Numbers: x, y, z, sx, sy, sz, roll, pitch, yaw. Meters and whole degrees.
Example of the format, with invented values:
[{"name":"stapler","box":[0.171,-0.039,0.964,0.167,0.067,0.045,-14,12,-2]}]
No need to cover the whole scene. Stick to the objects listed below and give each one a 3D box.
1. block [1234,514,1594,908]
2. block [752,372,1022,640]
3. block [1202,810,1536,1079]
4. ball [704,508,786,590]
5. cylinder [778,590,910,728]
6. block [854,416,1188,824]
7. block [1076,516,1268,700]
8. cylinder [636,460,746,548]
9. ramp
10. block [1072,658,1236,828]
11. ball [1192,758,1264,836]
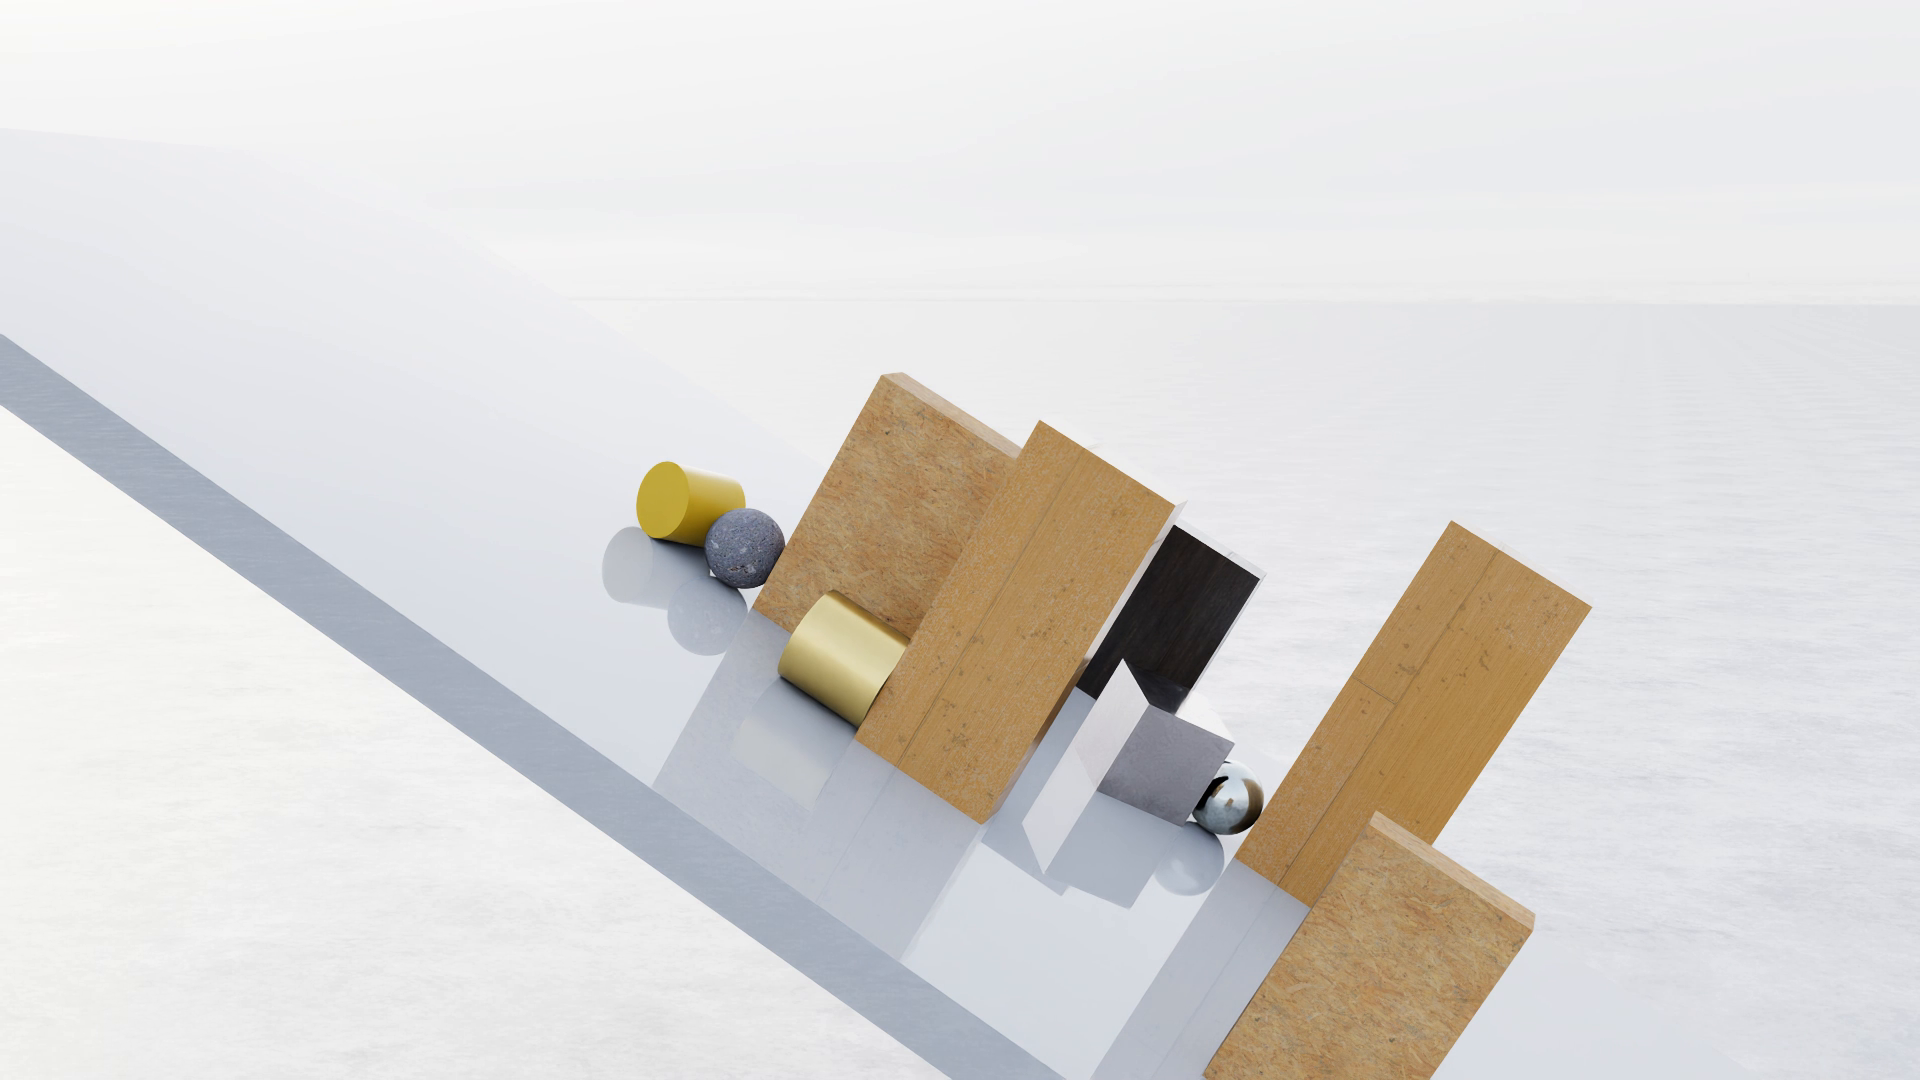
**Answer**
[{"name":"block","box":[0.848,0.357,4.136,0.294,0.768,0.114,33,15,11]},{"name":"block","box":[-0.080,0.015,4.011,0.401,0.501,0.119,33,15,11]},{"name":"block","box":[0.595,0.667,3.218,0.269,0.464,0.087,33,15,11]},{"name":"ball","box":[-0.399,0.016,4.085,0.151,0.151,0.151,0,7,0]},{"name":"cylinder","box":[-0.191,0.207,3.798,0.178,0.178,0.178,33,15,11]},{"name":"block","box":[0.099,0.135,3.684,0.264,0.638,0.108,33,15,11]},{"name":"block","box":[0.354,0.131,4.645,0.427,0.410,0.091,33,15,11]},{"name":"cylinder","box":[-0.508,-0.065,4.153,0.146,0.146,0.146,6,-6,40]},{"name":"ramp","box":[-0.174,0.286,4.122,4.000,0.100,2.000,33,15,11]},{"name":"block","box":[0.370,0.390,4.235,0.199,0.199,0.199,25,15,-20]},{"name":"ball","box":[0.515,0.498,4.257,0.148,0.148,0.148,0,7,0]}]
